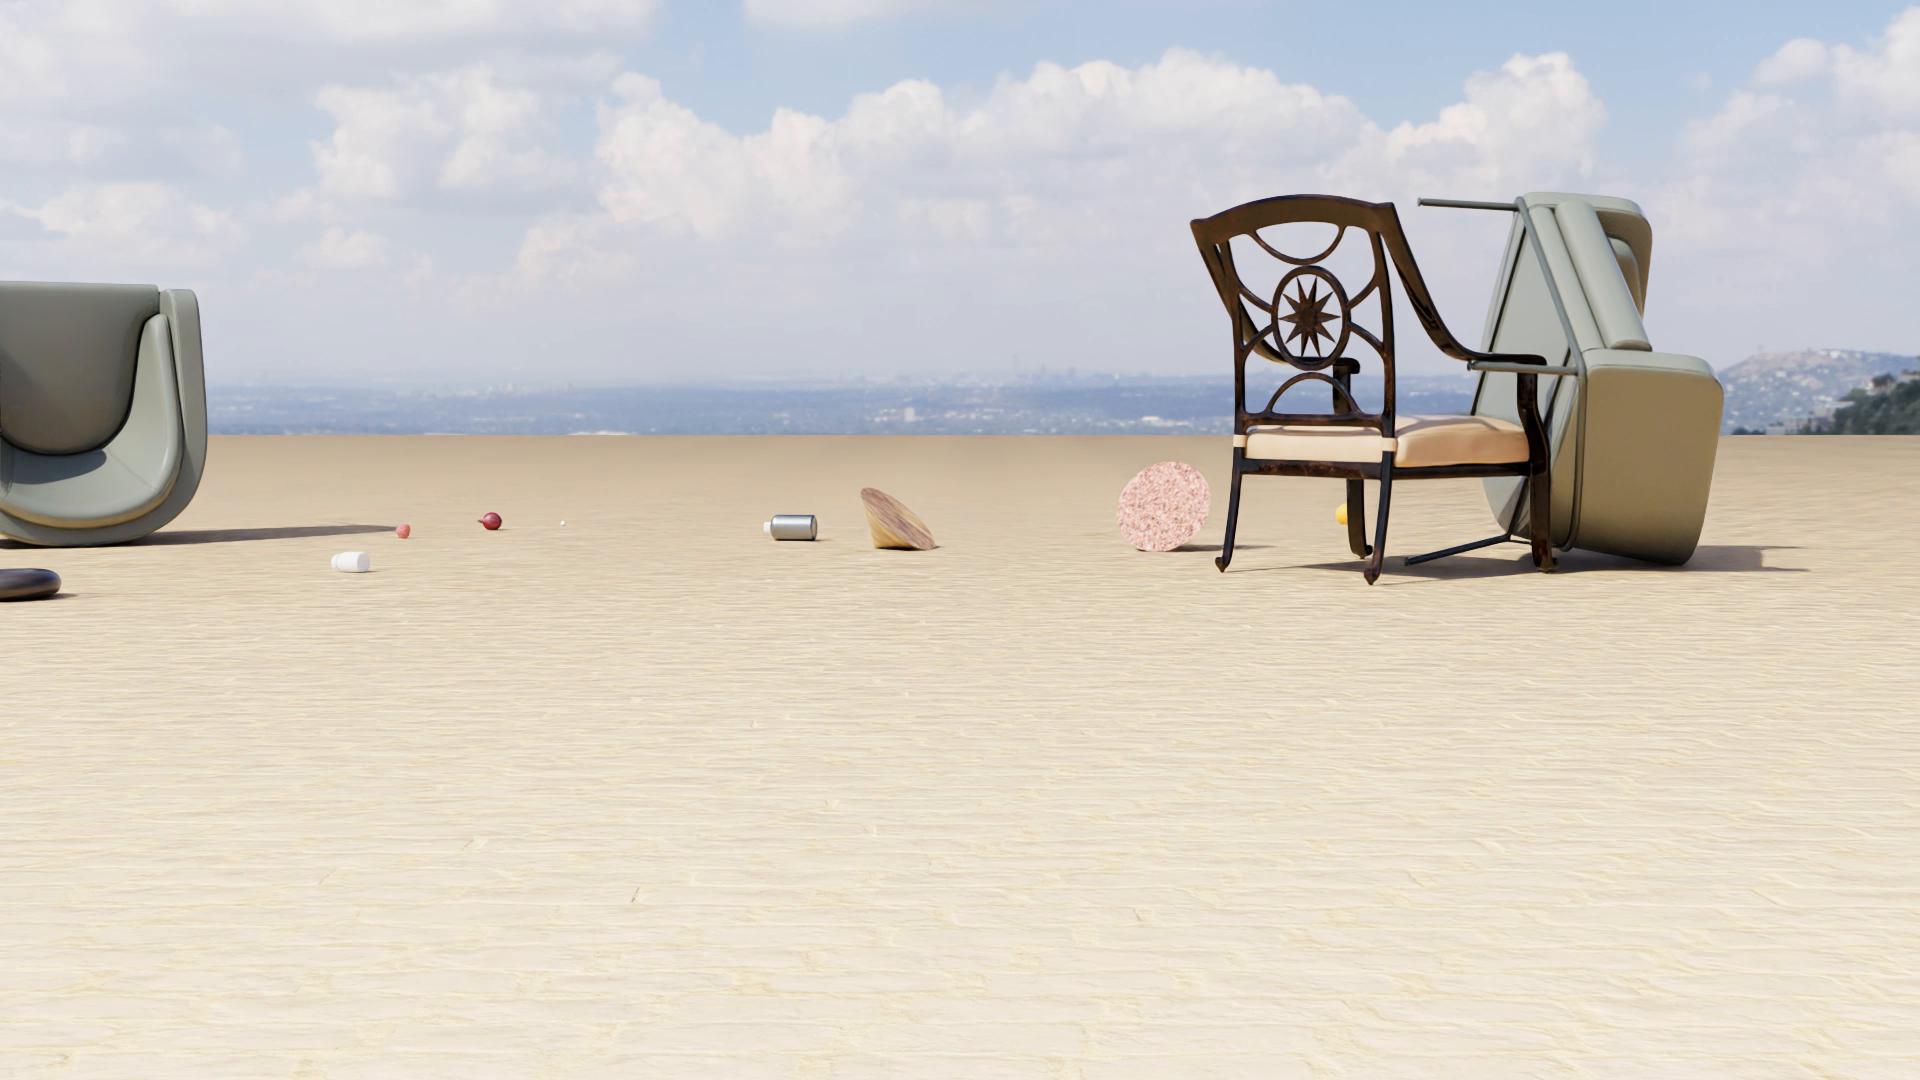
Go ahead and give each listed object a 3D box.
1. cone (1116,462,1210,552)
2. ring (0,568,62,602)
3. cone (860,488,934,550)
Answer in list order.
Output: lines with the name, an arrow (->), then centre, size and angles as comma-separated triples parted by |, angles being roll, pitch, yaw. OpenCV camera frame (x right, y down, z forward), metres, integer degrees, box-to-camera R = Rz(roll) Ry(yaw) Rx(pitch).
cone -> 0.589, -0.039, 6.221 | 0.256, 0.297, 0.220 | 18, -25, 22
ring -> -2.046, 0.096, 4.718 | 0.217, 0.060, 0.228 | 0, 3, 6
cone -> -0.208, -0.019, 6.192 | 0.261, 0.115, 0.223 | 39, 21, 0
